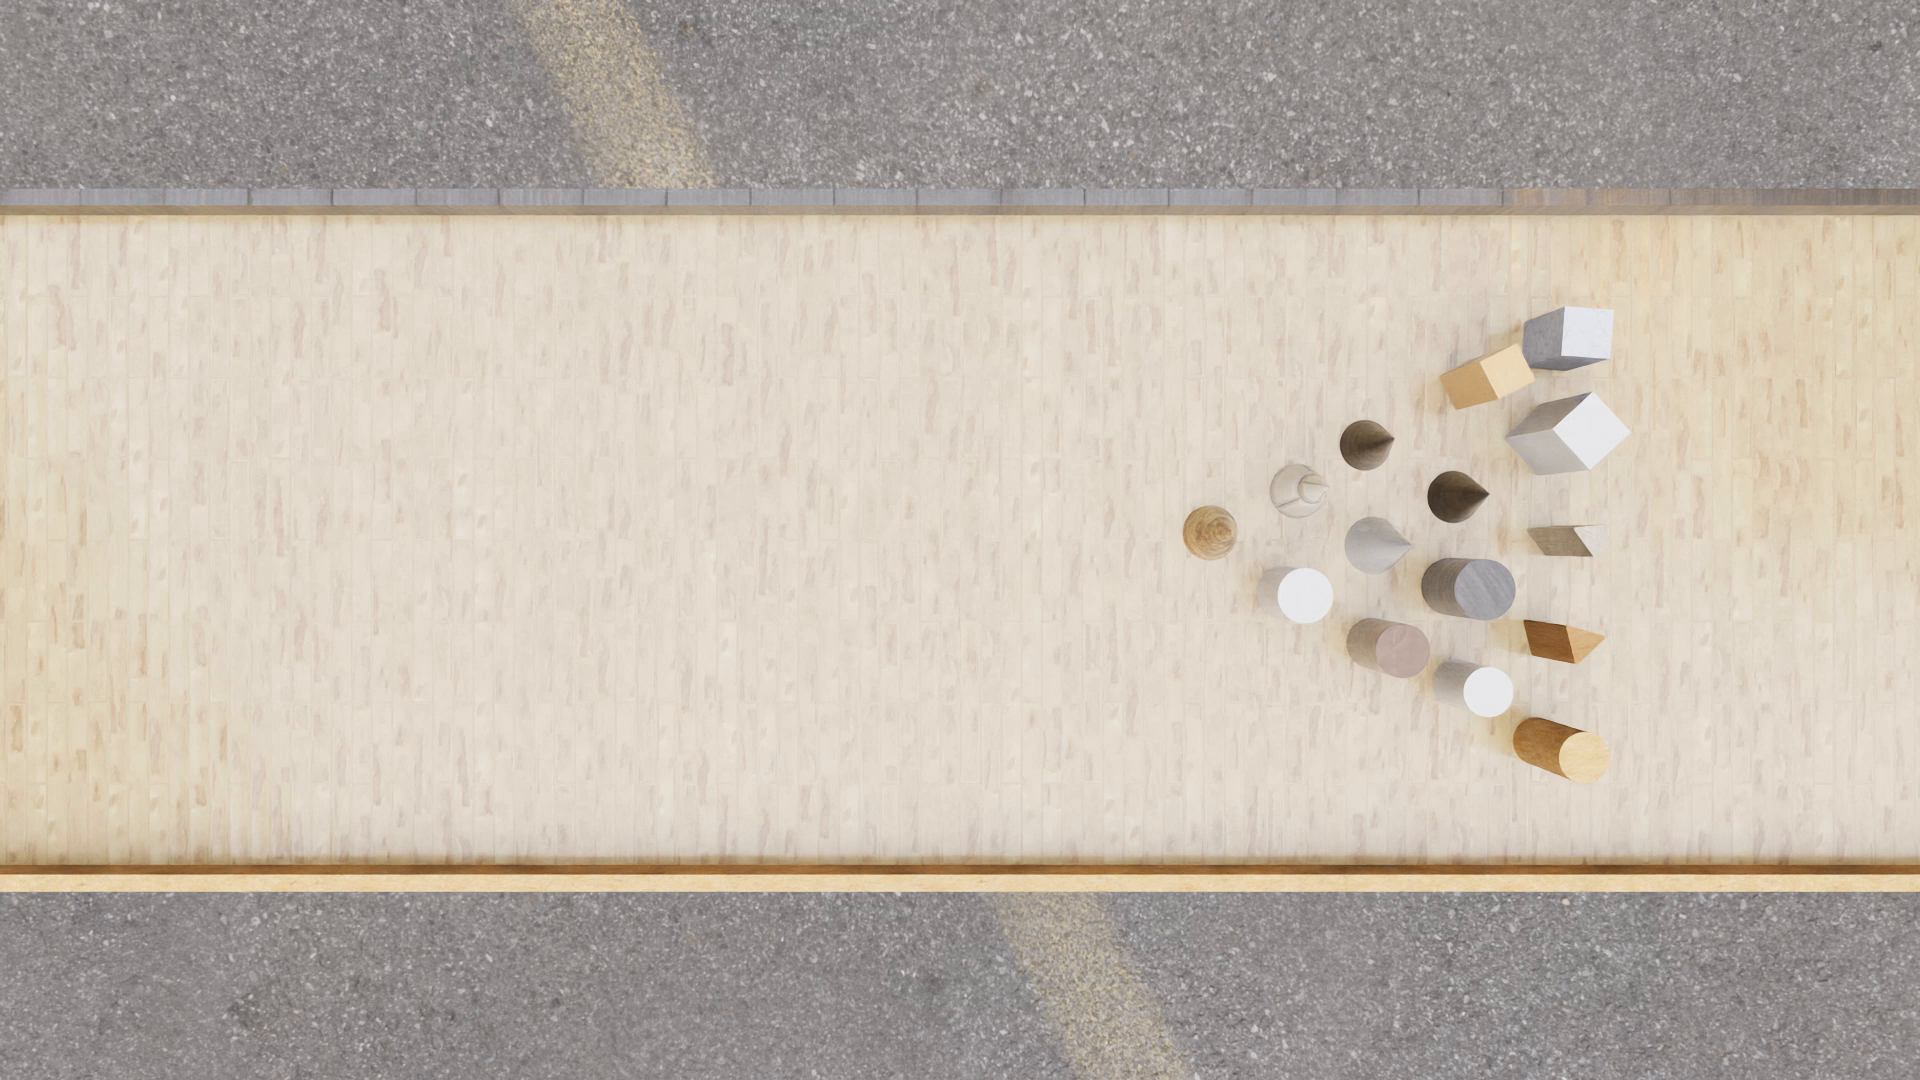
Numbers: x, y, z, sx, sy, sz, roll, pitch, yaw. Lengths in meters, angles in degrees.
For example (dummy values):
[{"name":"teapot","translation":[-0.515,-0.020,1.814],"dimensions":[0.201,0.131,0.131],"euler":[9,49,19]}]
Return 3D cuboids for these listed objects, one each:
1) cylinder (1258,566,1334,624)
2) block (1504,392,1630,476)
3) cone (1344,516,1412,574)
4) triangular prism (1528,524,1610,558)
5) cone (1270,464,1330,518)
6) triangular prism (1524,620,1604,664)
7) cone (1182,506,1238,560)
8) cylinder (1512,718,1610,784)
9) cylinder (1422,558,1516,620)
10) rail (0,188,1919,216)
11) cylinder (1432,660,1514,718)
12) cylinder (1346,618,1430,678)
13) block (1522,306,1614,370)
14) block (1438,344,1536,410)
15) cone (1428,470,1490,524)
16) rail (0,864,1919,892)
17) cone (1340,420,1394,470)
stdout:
[{"name":"cylinder","translation":[0.994,0.160,4.911],"dimensions":[0.160,0.330,0.160],"euler":[0,90,0]},{"name":"block","translation":[1.783,-0.309,4.866],"dimensions":[0.157,0.421,0.157],"euler":[-42,90,0]},{"name":"cone","translation":[1.272,0.017,4.852],"dimensions":[0.178,0.448,0.178],"euler":[0,90,0]},{"name":"triangular prism","translation":[1.810,-0.017,4.881],"dimensions":[0.087,0.392,0.100],"euler":[-36,90,0]},{"name":"cone","translation":[1.039,-0.150,4.857],"dimensions":[0.169,0.439,0.169],"euler":[0,90,0]},{"name":"triangular prism","translation":[1.769,0.281,4.896],"dimensions":[0.114,0.361,0.099],"euler":[-44,90,0]},{"name":"cone","translation":[0.770,-0.022,4.872],"dimensions":[0.171,0.409,0.171],"euler":[0,90,0]},{"name":"cylinder","translation":[1.775,0.619,4.881],"dimensions":[0.146,0.391,0.146],"euler":[0,90,0]},{"name":"cylinder","translation":[1.508,0.143,4.906],"dimensions":[0.177,0.341,0.177],"euler":[0,90,0]},{"name":"rail","translation":[-2.247,-1.025,5.002],"dimensions":[12.000,0.150,0.050],"euler":[0,90,0]},{"name":"cylinder","translation":[1.526,0.439,4.920],"dimensions":[0.145,0.314,0.145],"euler":[0,90,0]},{"name":"cylinder","translation":[1.267,0.318,4.897],"dimensions":[0.156,0.359,0.156],"euler":[0,90,0]},{"name":"block","translation":[1.802,-0.596,4.905],"dimensions":[0.141,0.343,0.141],"euler":[4,90,0]},{"name":"block","translation":[1.552,-0.478,4.875],"dimensions":[0.118,0.403,0.118],"euler":[-27,90,0]},{"name":"cone","translation":[1.518,-0.132,4.899],"dimensions":[0.162,0.355,0.162],"euler":[0,90,0]},{"name":"rail","translation":[-2.247,1.025,5.001],"dimensions":[12.000,0.150,0.050],"euler":[0,90,0]},{"name":"cone","translation":[1.247,-0.292,4.902],"dimensions":[0.157,0.349,0.157],"euler":[0,90,0]}]
